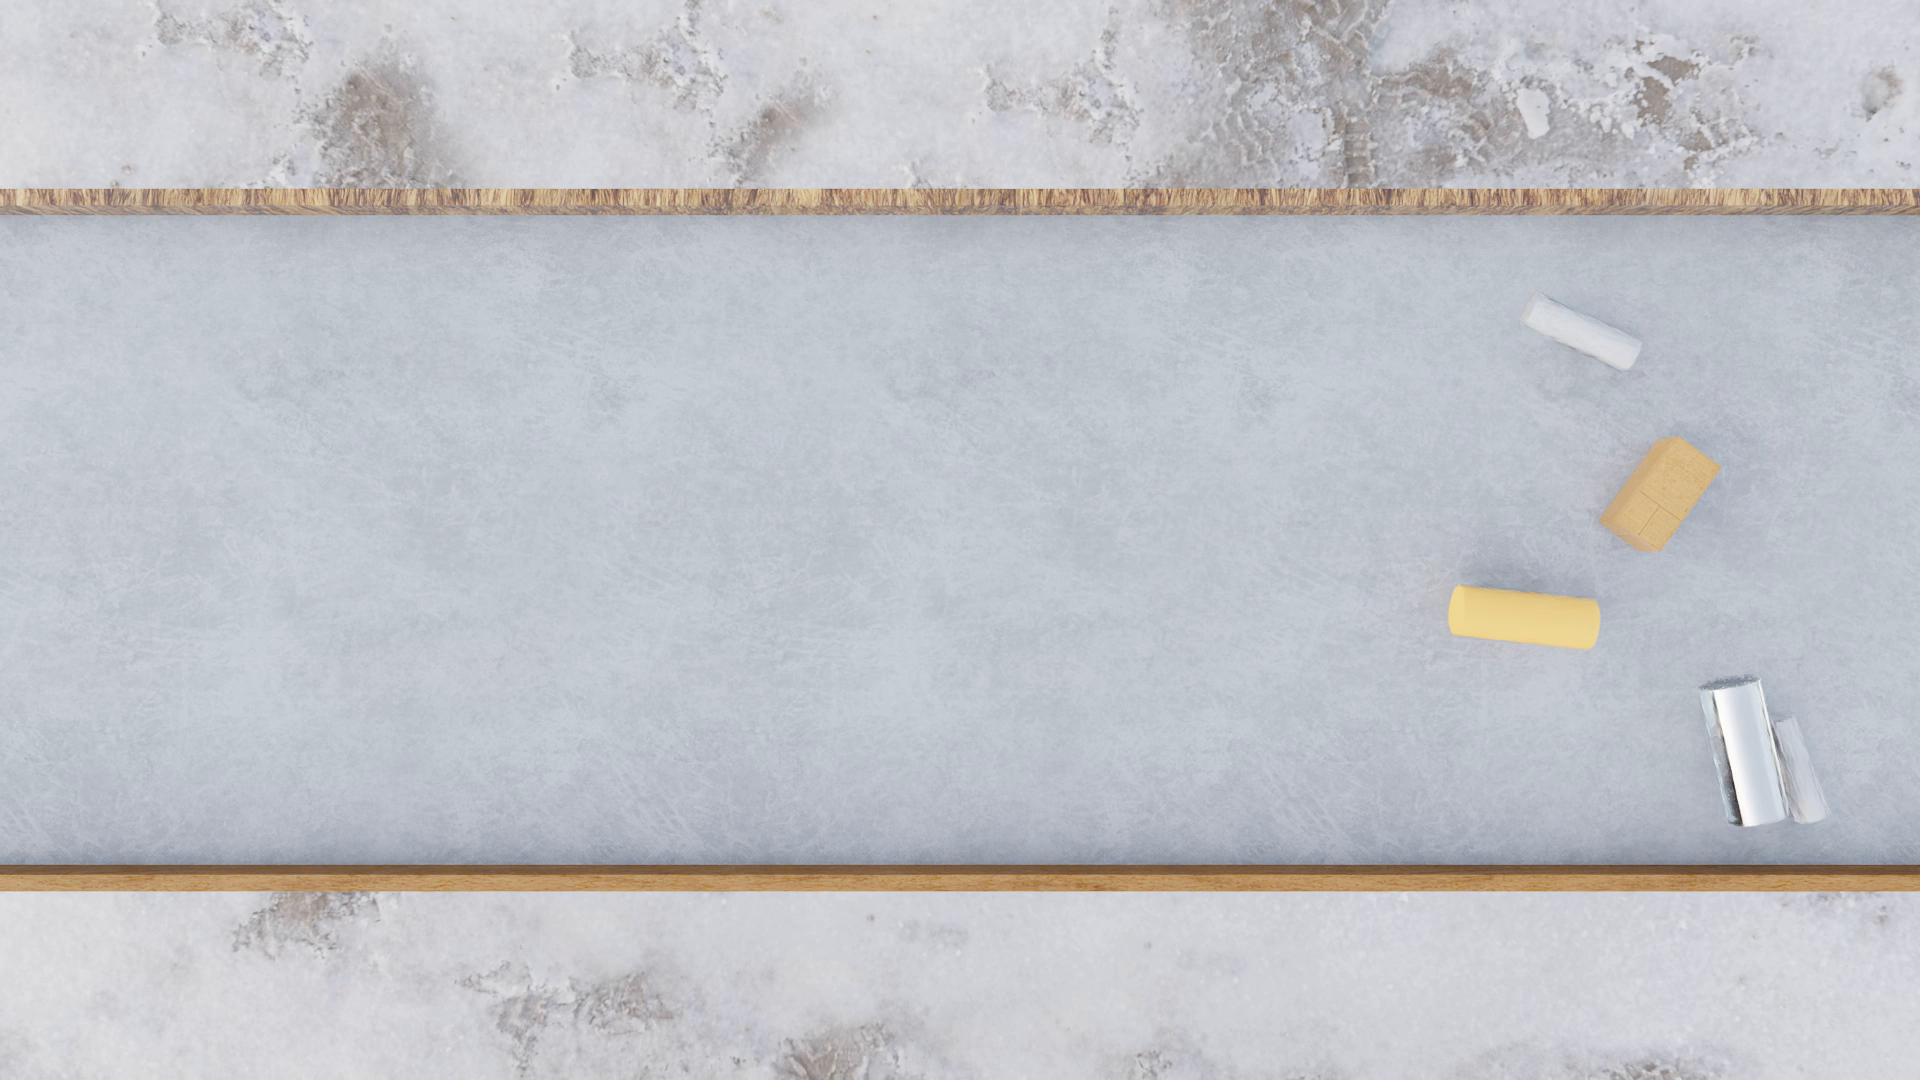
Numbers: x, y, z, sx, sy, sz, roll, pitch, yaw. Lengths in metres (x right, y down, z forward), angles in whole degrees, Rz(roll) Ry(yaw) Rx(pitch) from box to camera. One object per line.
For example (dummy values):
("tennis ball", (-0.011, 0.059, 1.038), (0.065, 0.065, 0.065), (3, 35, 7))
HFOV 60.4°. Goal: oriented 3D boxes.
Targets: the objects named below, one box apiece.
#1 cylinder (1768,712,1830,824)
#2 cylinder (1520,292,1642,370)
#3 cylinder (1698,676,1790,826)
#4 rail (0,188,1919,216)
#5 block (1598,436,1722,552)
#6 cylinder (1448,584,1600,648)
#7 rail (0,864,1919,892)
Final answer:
("cylinder", (2.543, 0.694, 5.026), (0.101, 0.101, 0.318), (-21, 90, 0))
("cylinder", (1.891, -0.634, 5.025), (0.343, 0.102, 0.102), (25, 90, 0))
("cylinder", (2.372, 0.637, 4.991), (0.172, 0.172, 0.417), (-13, 90, 0))
("rail", (-2.247, -1.025, 5.002), (12.000, 0.150, 0.050), (0, 90, 0))
("block", (2.118, -0.137, 4.998), (0.156, 0.156, 0.312), (36, 90, 0))
("cylinder", (1.708, 0.233, 5.000), (0.406, 0.153, 0.153), (6, 90, 0))
("rail", (-2.247, 1.025, 5.001), (12.000, 0.150, 0.050), (0, 90, 0))
